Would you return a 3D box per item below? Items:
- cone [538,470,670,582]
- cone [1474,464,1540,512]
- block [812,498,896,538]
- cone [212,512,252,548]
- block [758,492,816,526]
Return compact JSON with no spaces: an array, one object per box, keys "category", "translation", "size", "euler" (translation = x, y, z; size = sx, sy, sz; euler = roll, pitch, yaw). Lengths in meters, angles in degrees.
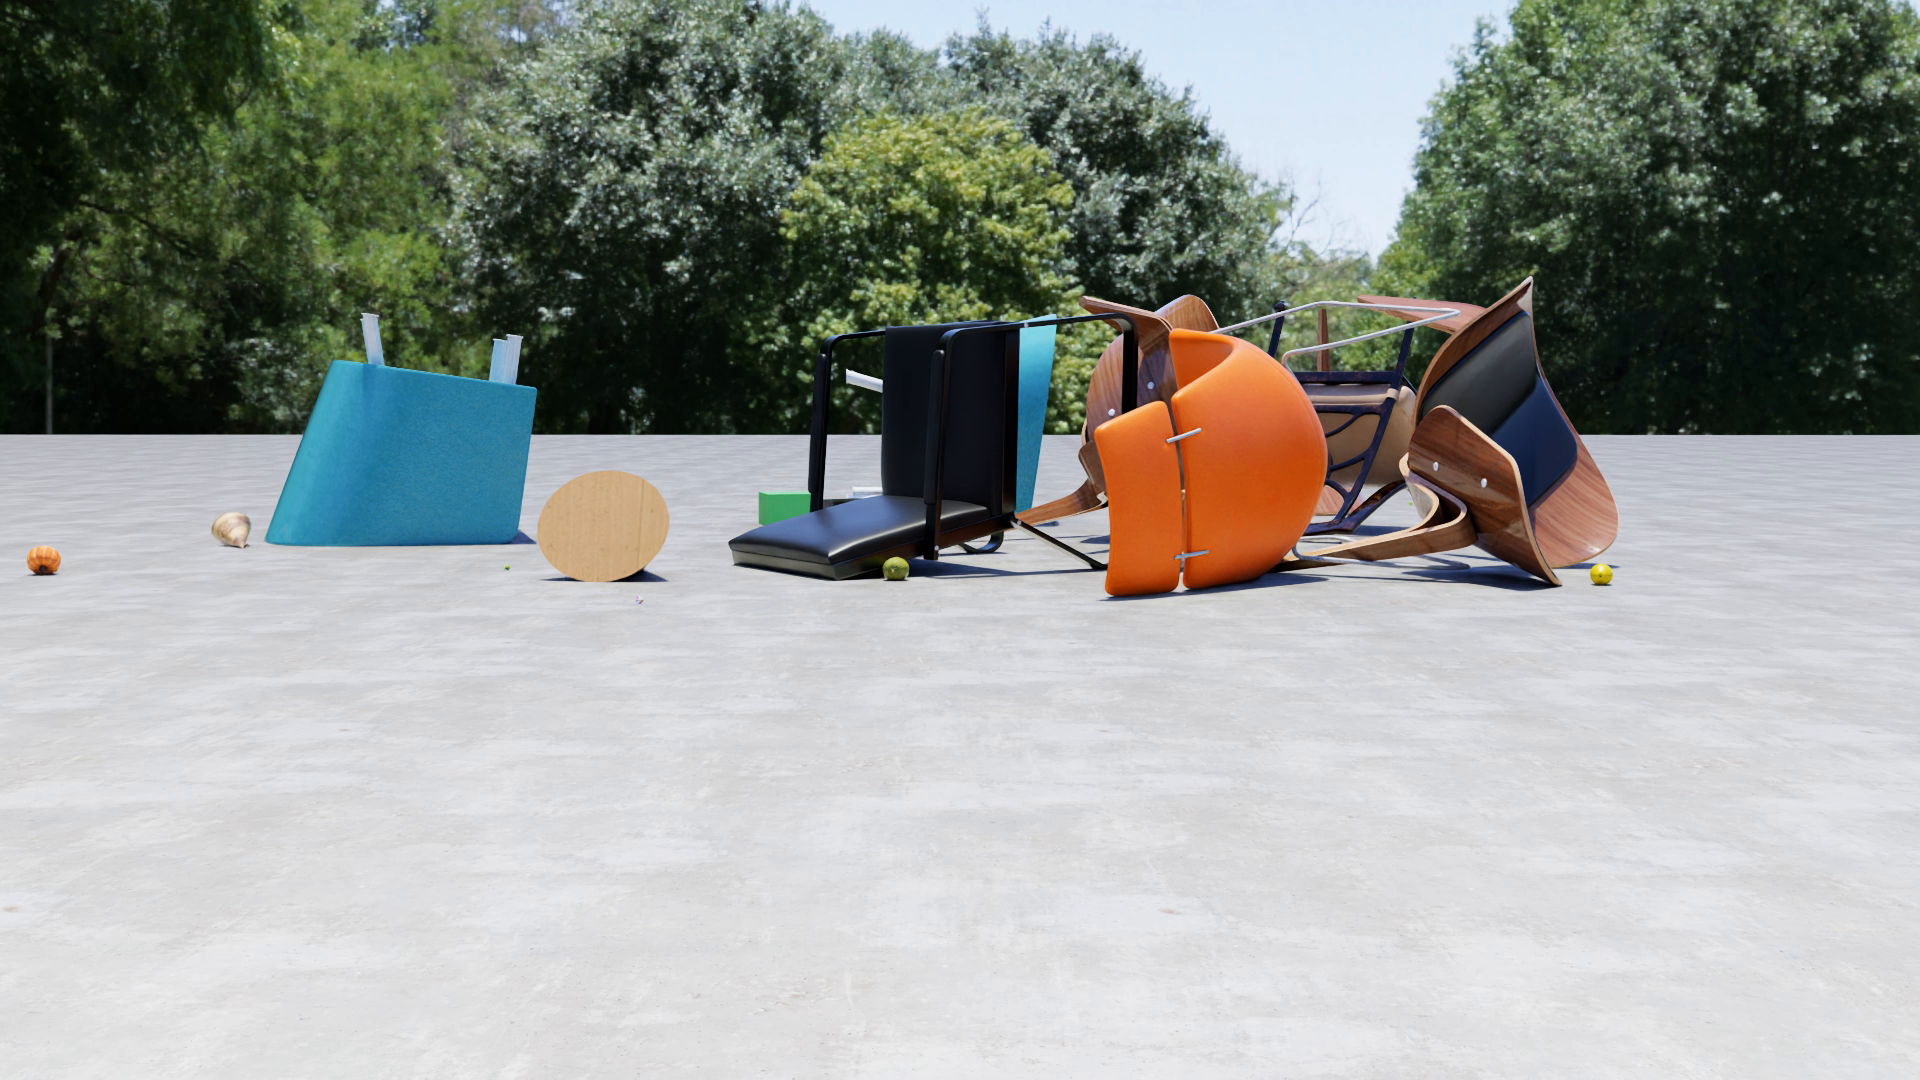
[{"category":"cone","translation":[-0.813,0.020,5.324],"size":[0.320,0.276,0.348],"euler":[-1,-18,8]},{"category":"cone","translation":[1.988,-0.152,8.133],"size":[0.262,0.197,0.172],"euler":[9,39,36]},{"category":"block","translation":[-0.326,-0.067,6.715],"size":[0.209,0.111,0.153],"euler":[-2,4,-29]},{"category":"cone","translation":[-2.061,-0.005,6.267],"size":[0.112,0.098,0.181],"euler":[-20,27,-20]},{"category":"block","translation":[-0.573,-0.103,7.272],"size":[0.158,0.106,0.188],"euler":[-1,4,-14]}]
